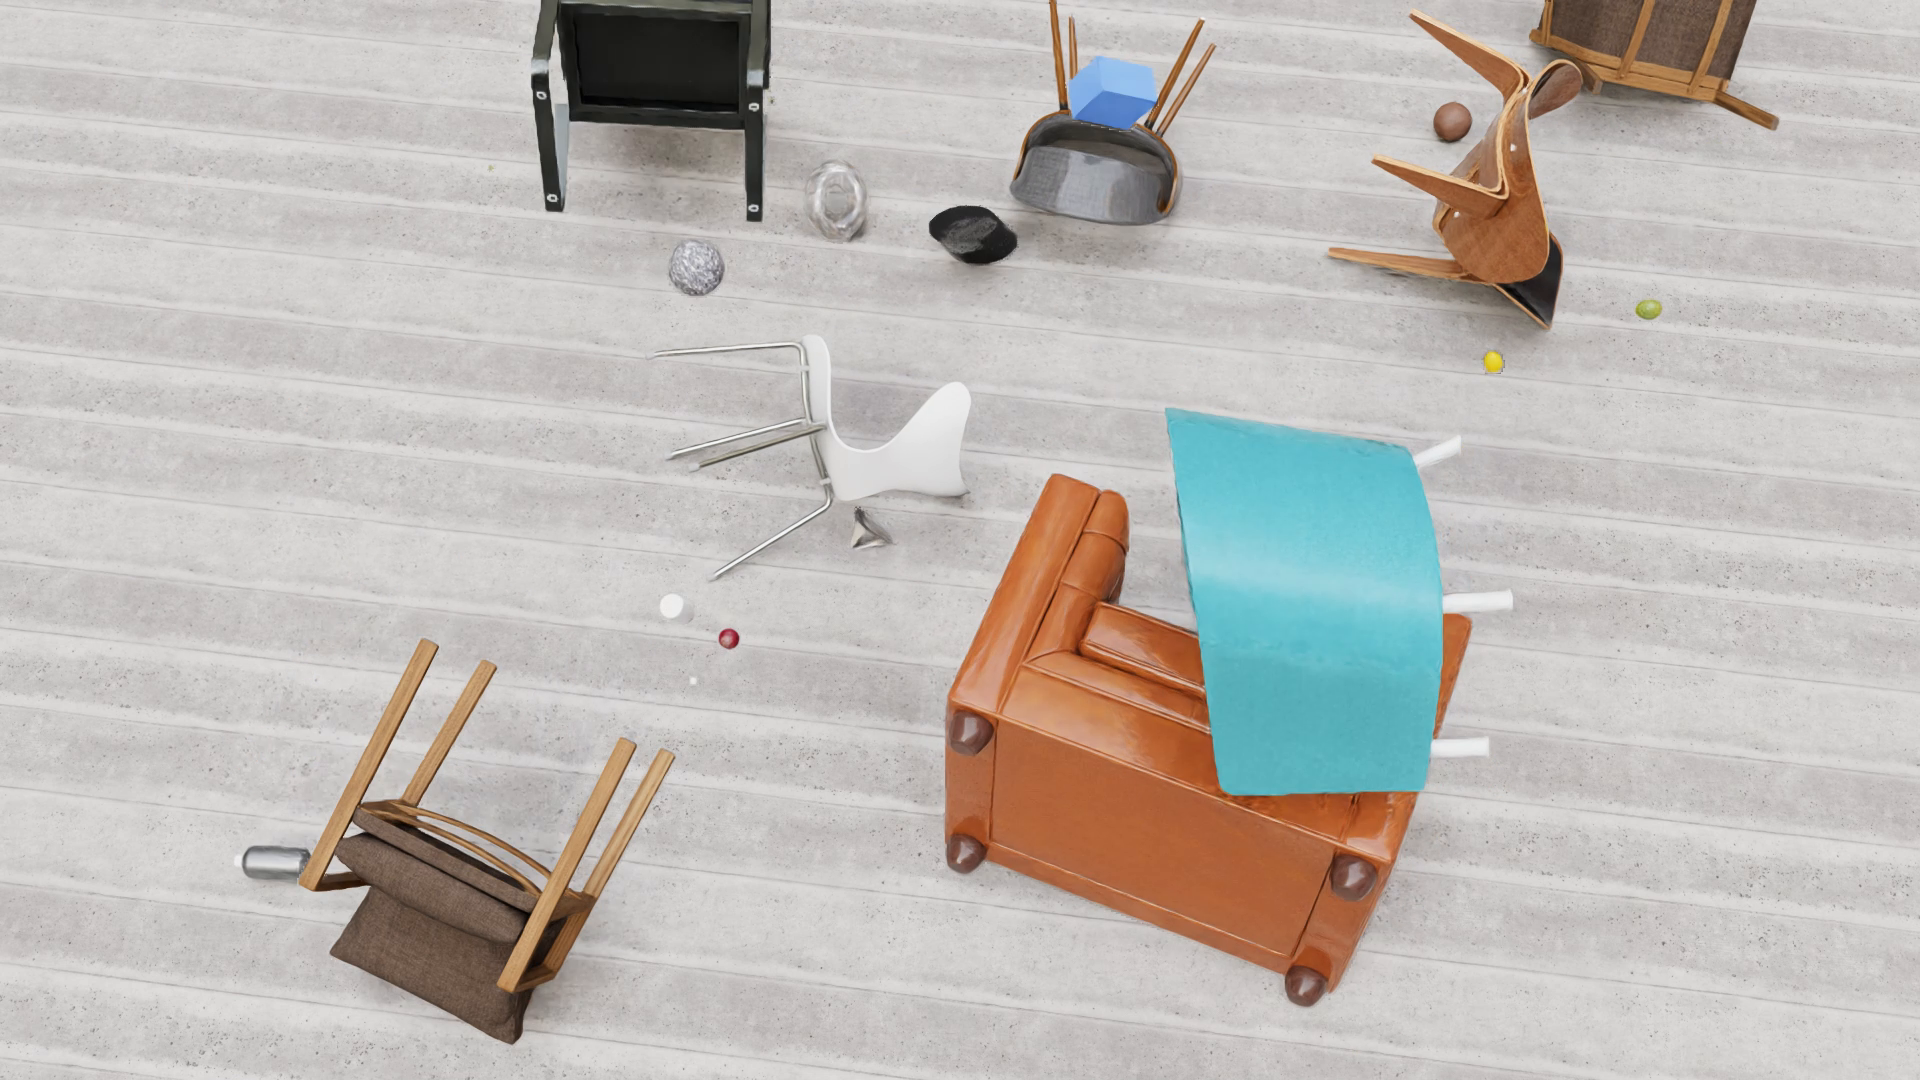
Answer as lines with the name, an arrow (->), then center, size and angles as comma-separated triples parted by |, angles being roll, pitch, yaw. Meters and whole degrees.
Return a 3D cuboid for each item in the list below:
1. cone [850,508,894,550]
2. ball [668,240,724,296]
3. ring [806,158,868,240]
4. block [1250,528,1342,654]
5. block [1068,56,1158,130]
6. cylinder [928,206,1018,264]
cone -> -0.290, -0.006, 6.542 | 0.105, 0.154, 0.127 | -46, 27, 13
ball -> -0.754, -0.778, 6.284 | 0.160, 0.160, 0.160 | 0, 56, 0
ring -> -0.404, -1.113, 7.194 | 0.207, 0.110, 0.269 | 2, 90, -14
block -> 0.966, 0.148, 6.290 | 0.182, 0.249, 0.238 | 17, 68, 19
block -> 0.474, -1.388, 6.827 | 0.205, 0.173, 0.123 | 5, 67, -30
cylinder -> 0.041, -0.975, 7.030 | 0.248, 0.148, 0.137 | 2, 73, 29
